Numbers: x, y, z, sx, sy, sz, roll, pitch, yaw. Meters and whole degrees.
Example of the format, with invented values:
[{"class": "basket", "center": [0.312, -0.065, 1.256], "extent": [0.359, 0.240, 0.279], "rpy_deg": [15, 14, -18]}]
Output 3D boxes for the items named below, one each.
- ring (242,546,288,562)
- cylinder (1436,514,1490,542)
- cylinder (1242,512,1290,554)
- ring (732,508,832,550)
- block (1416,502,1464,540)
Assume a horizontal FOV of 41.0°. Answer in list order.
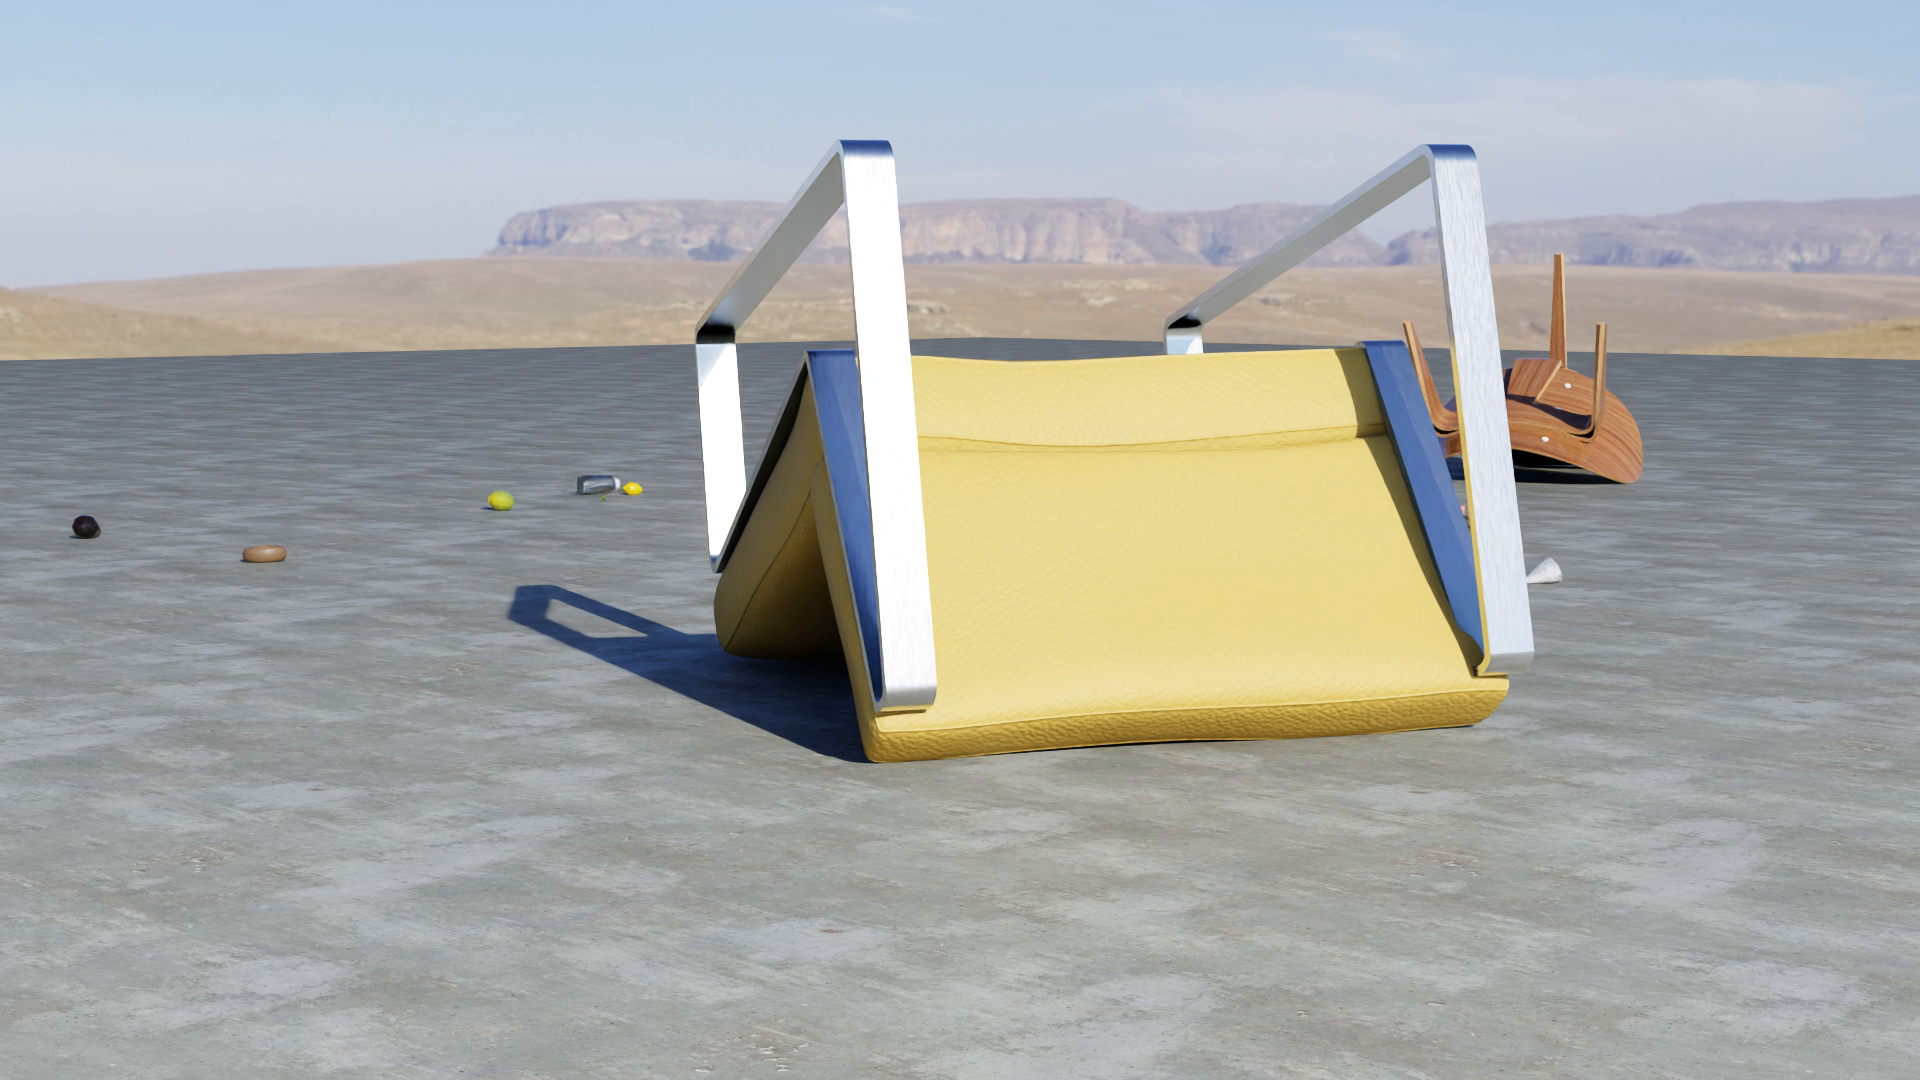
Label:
[{"class": "ring", "center": [-1.605, 0.033, 5.923], "extent": [0.101, 0.036, 0.053], "rpy_deg": [-2, 8, -16]}, {"class": "cylinder", "center": [1.251, -0.029, 6.390], "extent": [0.116, 0.062, 0.061], "rpy_deg": [-1, 6, -22]}, {"class": "cylinder", "center": [0.732, -0.017, 6.141], "extent": [0.120, 0.081, 0.137], "rpy_deg": [-23, 3, 9]}, {"class": "ring", "center": [-0.433, -0.027, 6.251], "extent": [0.249, 0.088, 0.161], "rpy_deg": [0, 7, 9]}, {"class": "block", "center": [1.209, -0.047, 6.459], "extent": [0.078, 0.083, 0.099], "rpy_deg": [-2, 6, -22]}]
